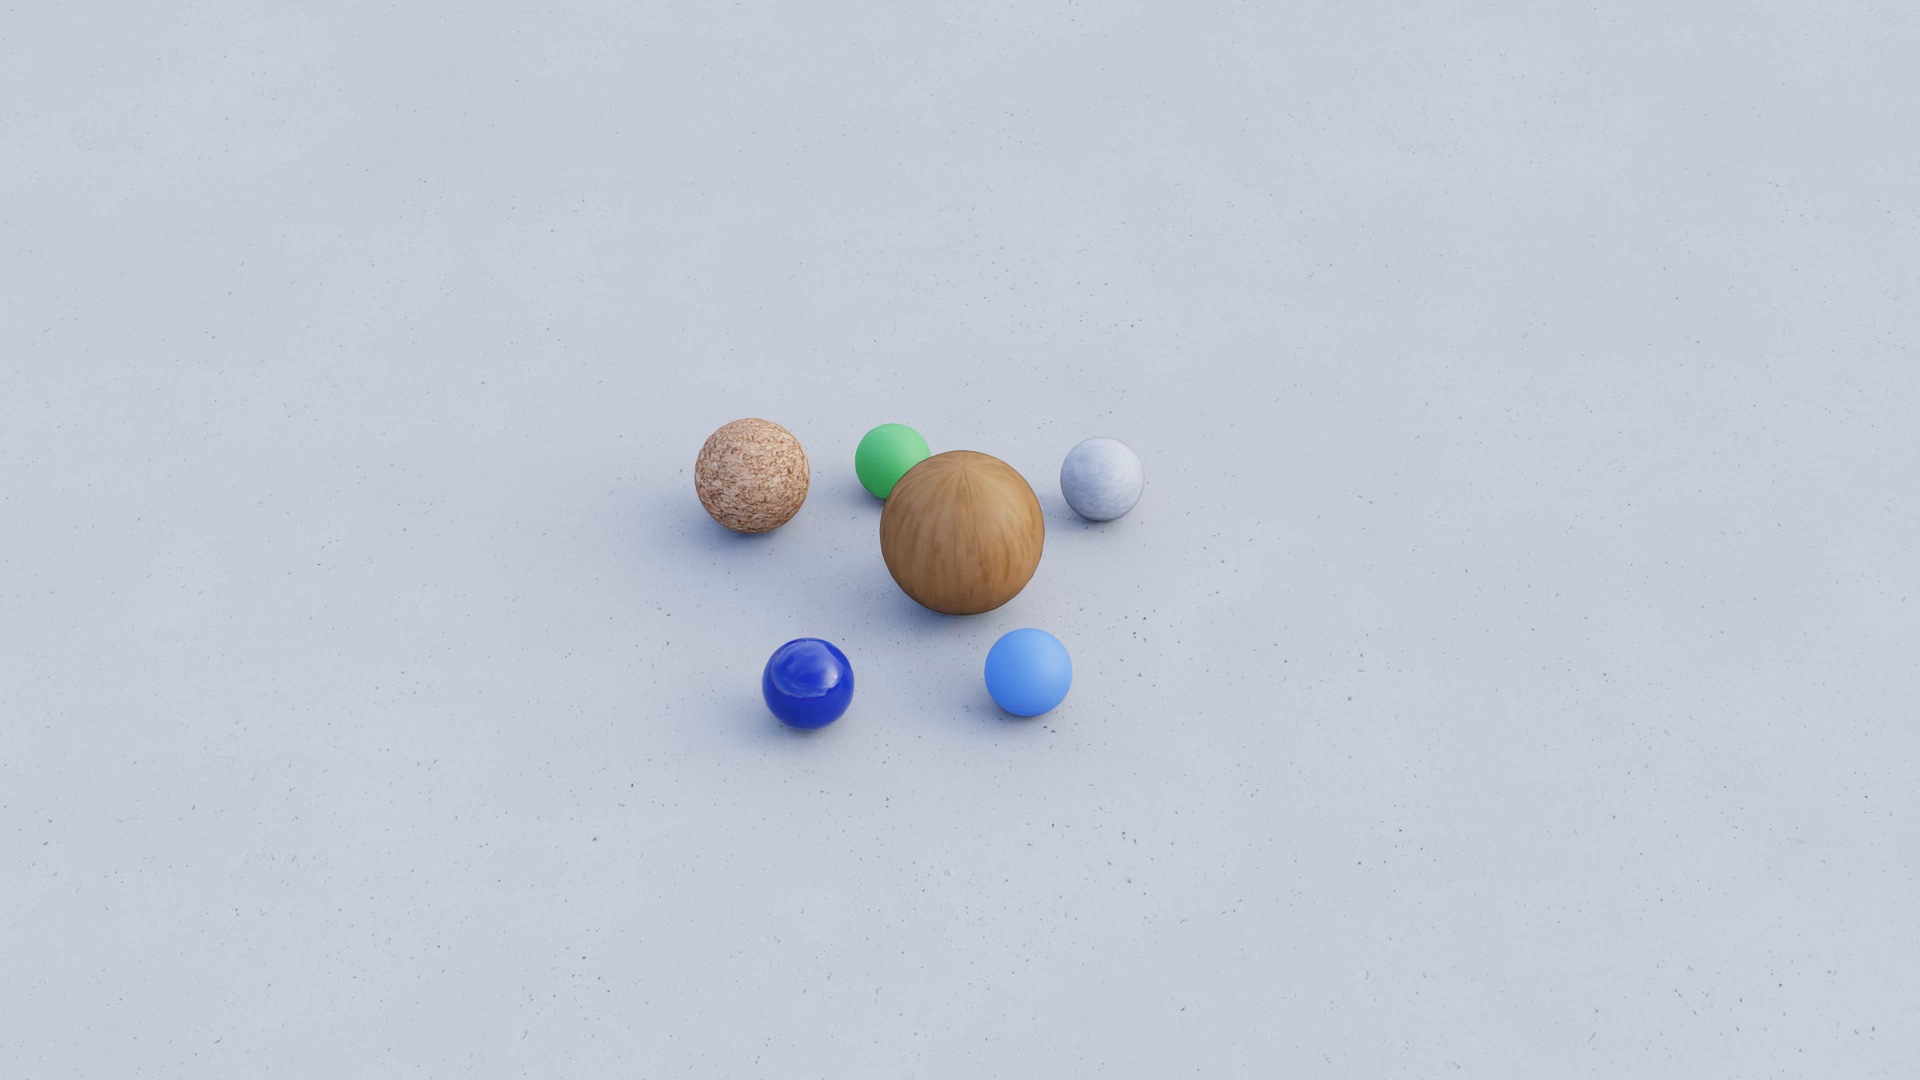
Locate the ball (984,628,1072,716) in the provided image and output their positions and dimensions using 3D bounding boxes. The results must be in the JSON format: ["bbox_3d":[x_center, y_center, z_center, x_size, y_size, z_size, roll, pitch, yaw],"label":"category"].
[{"bbox_3d":[0.038,0.073,1.413,0.049,0.049,0.049,0,37,0],"label":"ball"}]

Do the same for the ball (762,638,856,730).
[{"bbox_3d":[-0.083,0.079,1.404,0.051,0.051,0.051,0,37,0],"label":"ball"}]

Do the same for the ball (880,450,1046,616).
[{"bbox_3d":[0.001,-0.004,1.476,0.095,0.095,0.095,0,37,0],"label":"ball"}]

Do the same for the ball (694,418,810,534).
[{"bbox_3d":[-0.125,-0.039,1.543,0.070,0.070,0.070,0,37,0],"label":"ball"}]

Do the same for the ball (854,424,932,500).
[{"bbox_3d":[-0.041,-0.048,1.574,0.047,0.047,0.047,0,37,0],"label":"ball"}]

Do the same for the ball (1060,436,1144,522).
[{"bbox_3d":[0.086,-0.037,1.556,0.052,0.052,0.052,0,37,0],"label":"ball"}]
